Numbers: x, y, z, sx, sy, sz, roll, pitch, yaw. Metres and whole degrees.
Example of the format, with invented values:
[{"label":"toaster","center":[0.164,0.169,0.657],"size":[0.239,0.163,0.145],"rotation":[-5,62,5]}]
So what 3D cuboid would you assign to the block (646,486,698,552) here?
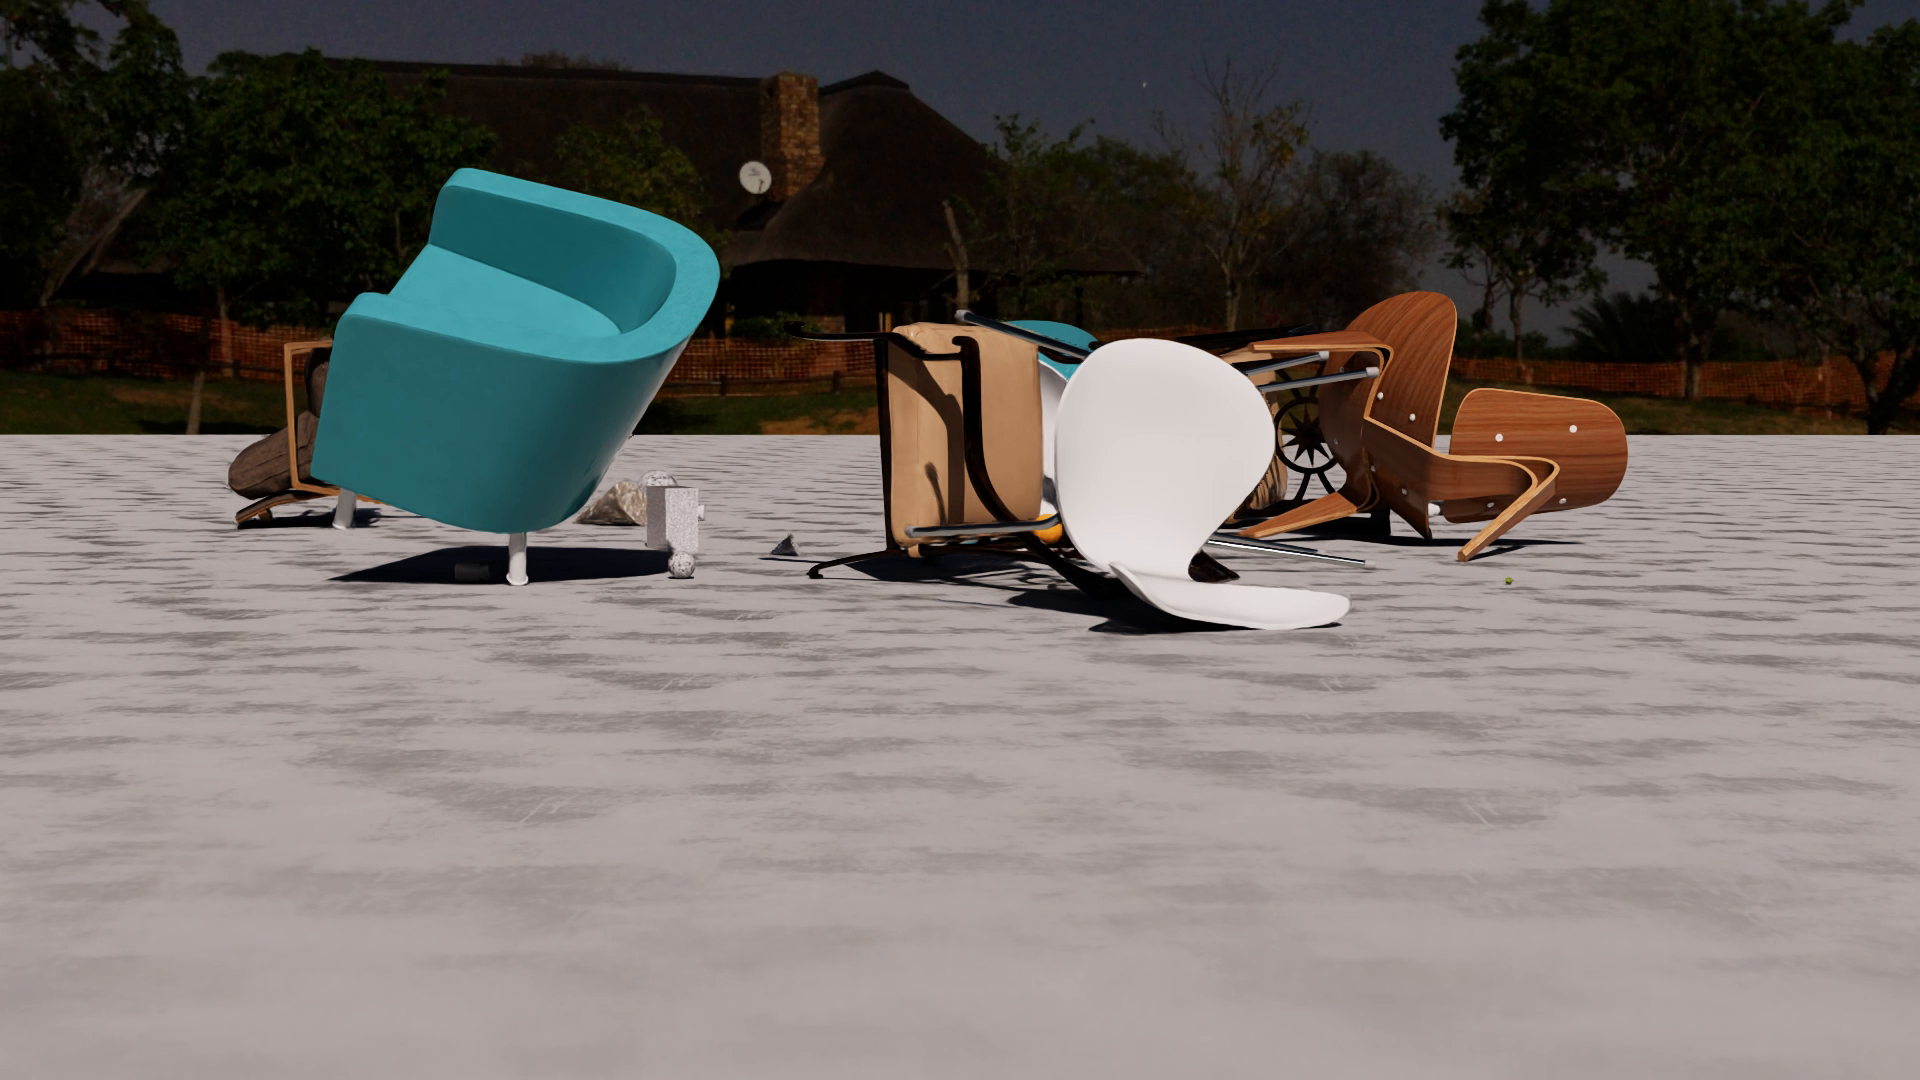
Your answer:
[{"label":"block","center":[-0.806,-0.061,6.159],"size":[0.093,0.175,0.187],"rotation":[-2,4,-24]}]

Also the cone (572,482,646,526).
[{"label":"cone","center":[-1.179,-0.087,7.262],"size":[0.295,0.118,0.195],"rotation":[-15,-45,33]}]

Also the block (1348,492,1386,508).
[{"label":"block","center":[1.558,-0.154,8.427],"size":[0.099,0.050,0.121],"rotation":[3,5,37]}]

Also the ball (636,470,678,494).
[{"label":"ball","center":[-1.109,-0.181,8.047],"size":[0.155,0.155,0.155],"rotation":[0,4,0]}]

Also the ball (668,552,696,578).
[{"label":"ball","center":[-0.659,0.059,5.203],"size":[0.066,0.066,0.066],"rotation":[0,4,0]}]
